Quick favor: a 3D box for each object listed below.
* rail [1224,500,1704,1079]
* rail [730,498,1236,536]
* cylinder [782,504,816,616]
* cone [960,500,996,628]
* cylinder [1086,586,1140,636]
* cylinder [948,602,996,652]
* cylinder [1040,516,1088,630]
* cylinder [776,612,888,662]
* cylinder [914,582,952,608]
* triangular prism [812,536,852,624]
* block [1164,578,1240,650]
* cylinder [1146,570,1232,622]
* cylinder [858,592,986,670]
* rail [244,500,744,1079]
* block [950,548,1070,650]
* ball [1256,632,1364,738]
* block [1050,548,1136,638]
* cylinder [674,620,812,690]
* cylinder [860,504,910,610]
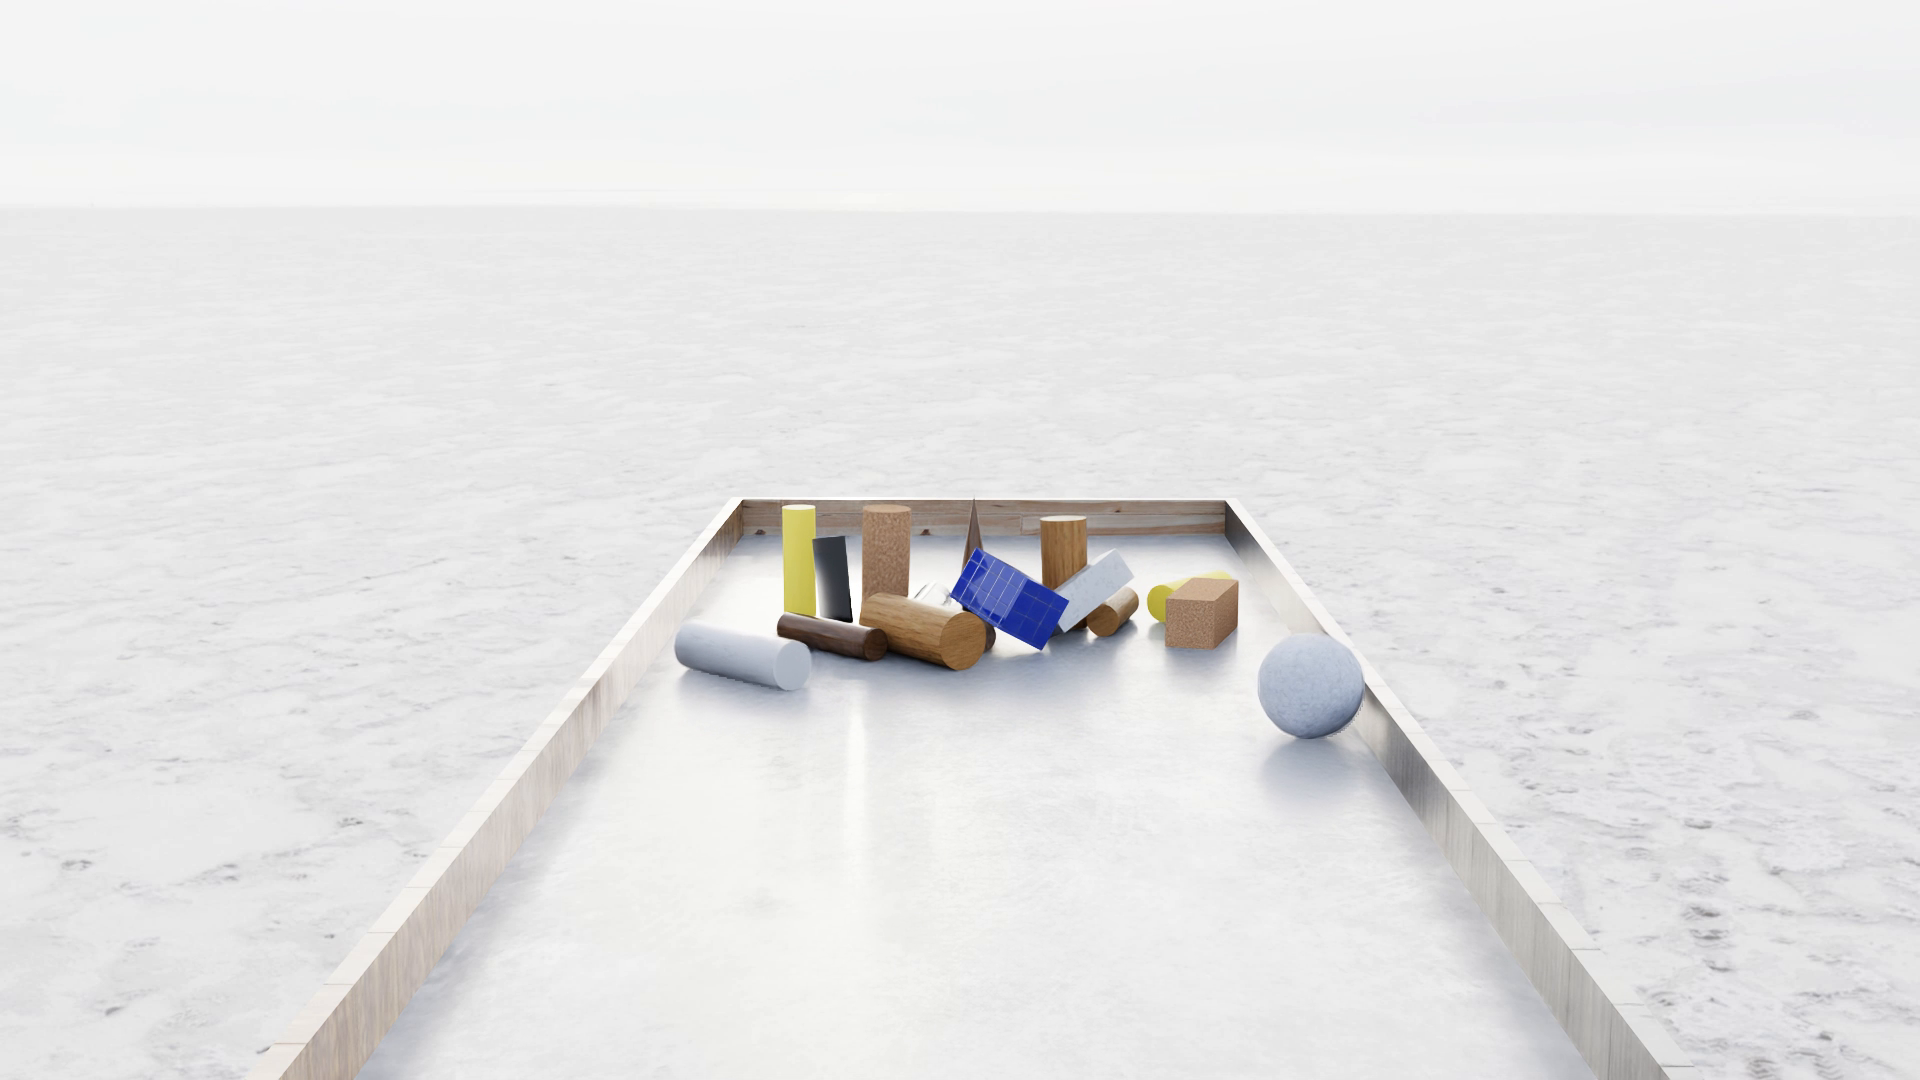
[{"bbox_3d":[1.046,0.843,3.208,0.050,0.150,12.000,0,9,1],"label":"rail"},{"bbox_3d":[0.099,-0.098,9.147,2.100,0.150,0.050,0,9,1],"label":"rail"},{"bbox_3d":[-0.526,0.087,7.209,0.108,0.392,0.108,0,9,0],"label":"cylinder"},{"bbox_3d":[0.046,0.066,7.201,0.148,0.436,0.148,0,9,0],"label":"cone"},{"bbox_3d":[0.503,0.232,7.208,0.106,0.106,0.345,2,9,15],"label":"cylinder"},{"bbox_3d":[0.029,0.276,6.943,0.102,0.102,0.306,-2,9,-12],"label":"cylinder"},{"bbox_3d":[0.342,0.106,7.181,0.151,0.355,0.151,-2,7,0],"label":"cylinder"},{"bbox_3d":[-0.399,0.297,6.811,0.395,0.101,0.101,8,12,43],"label":"cylinder"},{"bbox_3d":[-0.109,0.228,7.187,0.119,0.119,0.361,1,9,8],"label":"cylinder"},{"bbox_3d":[-0.380,0.151,7.007,0.119,0.324,0.103,-5,1,27],"label":"triangular prism"},{"bbox_3d":[0.778,0.232,7.049,0.154,0.154,0.399,3,9,18],"label":"block"},{"bbox_3d":[0.782,0.188,7.423,0.126,0.126,0.364,7,11,37],"label":"cylinder"},{"bbox_3d":[-0.119,0.275,6.711,0.176,0.176,0.417,-7,11,-37],"label":"cylinder"},{"bbox_3d":[-1.004,0.839,3.234,0.050,0.150,12.000,0,9,1],"label":"rail"},{"bbox_3d":[0.152,0.184,6.916,0.180,0.180,0.335,28,2,-33],"label":"block"},{"bbox_3d":[0.913,0.379,5.733,0.278,0.278,0.278,0,9,0],"label":"ball"},{"bbox_3d":[0.392,0.171,7.043,0.325,0.112,0.112,-36,5,-27],"label":"block"},{"bbox_3d":[-0.639,0.335,6.433,0.449,0.145,0.145,9,12,43],"label":"cylinder"},{"bbox_3d":[-0.243,0.090,7.174,0.156,0.391,0.156,2,11,0],"label":"cylinder"}]
